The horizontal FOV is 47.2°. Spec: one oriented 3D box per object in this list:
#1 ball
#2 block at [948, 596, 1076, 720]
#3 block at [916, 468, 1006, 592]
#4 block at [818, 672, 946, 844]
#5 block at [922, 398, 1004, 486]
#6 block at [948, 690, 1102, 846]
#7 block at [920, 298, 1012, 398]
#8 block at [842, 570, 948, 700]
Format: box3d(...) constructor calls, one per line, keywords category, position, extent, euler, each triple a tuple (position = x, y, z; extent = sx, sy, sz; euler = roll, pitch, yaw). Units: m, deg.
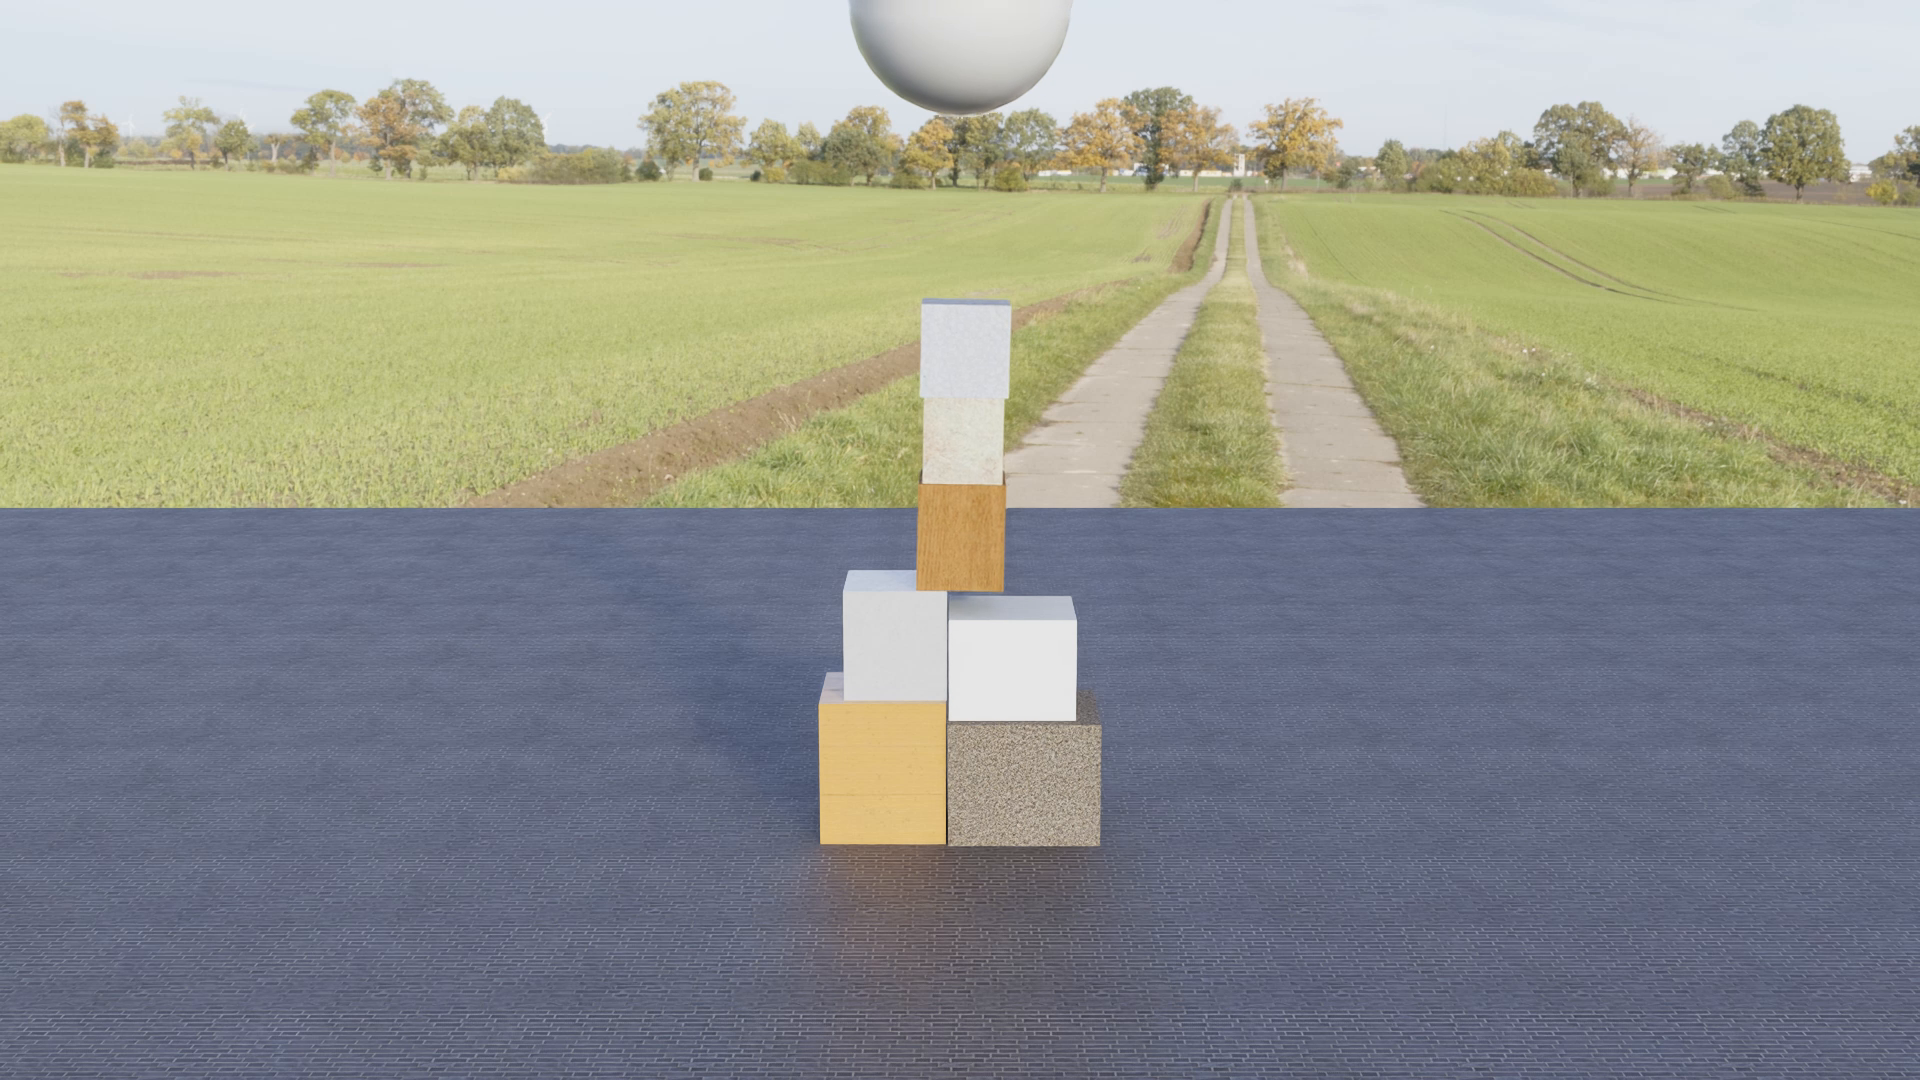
box3d(category="ball", position=(0.000, -3.838, 15.671), extent=(1.600, 1.600, 1.600), euler=(0, 10, 0))
box3d(category="block", position=(0.264, 0.601, 11.297), extent=(0.638, 0.516, 0.596), euler=(0, 10, 0))
box3d(category="block", position=(0.006, -0.054, 11.175), extent=(0.435, 0.535, 0.508), euler=(1, 10, 0))
box3d(category="block", position=(-0.388, 1.119, 11.373), extent=(0.635, 0.730, 0.663), euler=(0, 10, 0))
box3d(category="block", position=(0.016, -0.526, 11.081), extent=(0.395, 0.428, 0.442), euler=(1, 10, 0))
box3d(category="block", position=(0.323, 1.169, 11.373), extent=(0.766, 0.630, 0.713), euler=(0, 10, 0))
box3d(category="block", position=(0.026, -0.962, 11.002), extent=(0.439, 0.458, 0.418), euler=(1, 10, 0))
box3d(category="block", position=(-0.324, 0.482, 11.273), extent=(0.517, 0.558, 0.554), euler=(0, 10, 0))
